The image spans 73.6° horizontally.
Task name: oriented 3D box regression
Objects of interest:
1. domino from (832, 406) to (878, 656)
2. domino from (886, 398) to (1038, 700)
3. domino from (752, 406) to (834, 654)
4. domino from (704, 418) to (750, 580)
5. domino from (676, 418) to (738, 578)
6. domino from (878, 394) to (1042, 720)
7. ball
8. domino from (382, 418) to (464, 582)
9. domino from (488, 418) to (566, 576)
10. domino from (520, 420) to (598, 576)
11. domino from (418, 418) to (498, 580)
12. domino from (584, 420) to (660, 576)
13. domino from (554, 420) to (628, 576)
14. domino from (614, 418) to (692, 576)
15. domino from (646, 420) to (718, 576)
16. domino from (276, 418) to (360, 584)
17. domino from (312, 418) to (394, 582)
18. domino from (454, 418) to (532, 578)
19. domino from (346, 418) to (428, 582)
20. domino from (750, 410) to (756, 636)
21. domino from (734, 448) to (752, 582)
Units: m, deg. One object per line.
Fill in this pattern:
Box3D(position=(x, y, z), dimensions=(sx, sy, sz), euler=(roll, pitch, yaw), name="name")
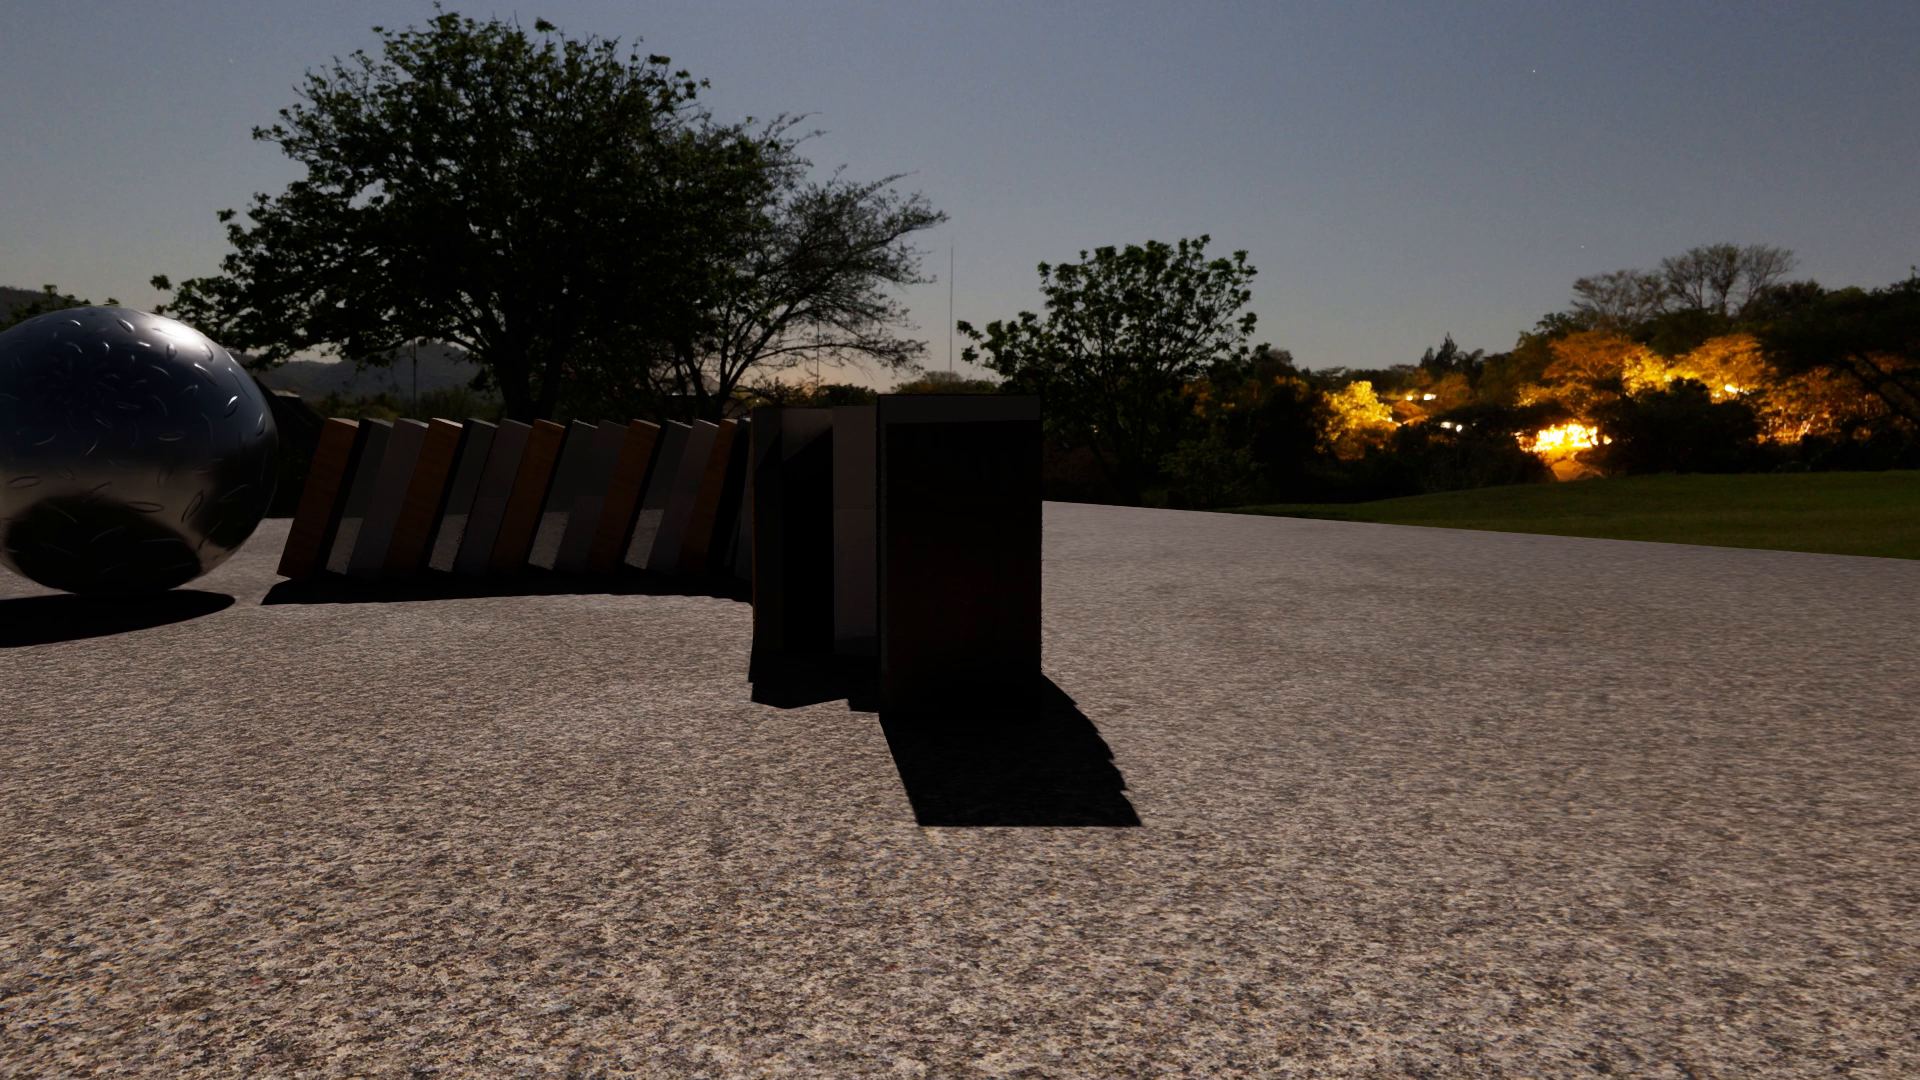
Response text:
Box3D(position=(-0.017, -0.003, 0.268), dimensions=(0.009, 0.050, 0.025), euler=(2, 5, 21), name="domino")
Box3D(position=(0.000, 0.001, 0.216), dimensions=(0.025, 0.050, 0.009), euler=(0, 4, 2), name="domino")
Box3D(position=(-0.030, -0.003, 0.271), dimensions=(0.010, 0.050, 0.025), euler=(4, 6, 44), name="domino")
Box3D(position=(-0.065, -0.014, 0.411), dimensions=(0.010, 0.050, 0.025), euler=(22, 14, 27), name="domino")
Box3D(position=(-0.077, -0.014, 0.419), dimensions=(0.010, 0.050, 0.025), euler=(19, 6, 5), name="domino")
Box3D(position=(0.000, 0.002, 0.201), dimensions=(0.025, 0.050, 0.010), euler=(0, 4, 0), name="domino")
Box3D(position=(-0.233, -0.024, 0.355), dimensions=(0.080, 0.080, 0.080), euler=(0, 4, 0), name="ball")
Box3D(position=(-0.169, -0.013, 0.408), dimensions=(0.010, 0.050, 0.025), euler=(18, 0, -12), name="domino")
Box3D(position=(-0.141, -0.014, 0.422), dimensions=(0.010, 0.050, 0.025), euler=(18, 1, -11), name="domino")
Box3D(position=(-0.131, -0.015, 0.424), dimensions=(0.010, 0.050, 0.025), euler=(18, 1, -11), name="domino")
Box3D(position=(-0.159, -0.014, 0.413), dimensions=(0.010, 0.050, 0.025), euler=(17, 1, -12), name="domino")
Box3D(position=(-0.110, -0.015, 0.425), dimensions=(0.010, 0.050, 0.025), euler=(18, 3, -6), name="domino")
Box3D(position=(-0.121, -0.015, 0.426), dimensions=(0.010, 0.050, 0.025), euler=(18, 1, -11), name="domino")
Box3D(position=(-0.099, -0.014, 0.424), dimensions=(0.009, 0.050, 0.025), euler=(18, 3, -6), name="domino")
Box3D(position=(-0.089, -0.014, 0.423), dimensions=(0.010, 0.050, 0.025), euler=(19, 3, -6), name="domino")
Box3D(position=(-0.198, -0.013, 0.403), dimensions=(0.010, 0.050, 0.025), euler=(18, 0, -12), name="domino")
Box3D(position=(-0.188, -0.013, 0.404), dimensions=(0.010, 0.050, 0.025), euler=(18, 0, -12), name="domino")
Box3D(position=(-0.150, -0.014, 0.418), dimensions=(0.010, 0.050, 0.025), euler=(18, 1, -11), name="domino")
Box3D(position=(-0.178, -0.013, 0.406), dimensions=(0.010, 0.050, 0.025), euler=(18, 0, -12), name="domino")
Box3D(position=(-0.034, -0.004, 0.288), dimensions=(0.025, 0.050, 0.010), euler=(0, 4, -4), name="domino")
Box3D(position=(-0.056, -0.013, 0.401), dimensions=(0.010, 0.050, 0.025), euler=(14, 11, 32), name="domino")
